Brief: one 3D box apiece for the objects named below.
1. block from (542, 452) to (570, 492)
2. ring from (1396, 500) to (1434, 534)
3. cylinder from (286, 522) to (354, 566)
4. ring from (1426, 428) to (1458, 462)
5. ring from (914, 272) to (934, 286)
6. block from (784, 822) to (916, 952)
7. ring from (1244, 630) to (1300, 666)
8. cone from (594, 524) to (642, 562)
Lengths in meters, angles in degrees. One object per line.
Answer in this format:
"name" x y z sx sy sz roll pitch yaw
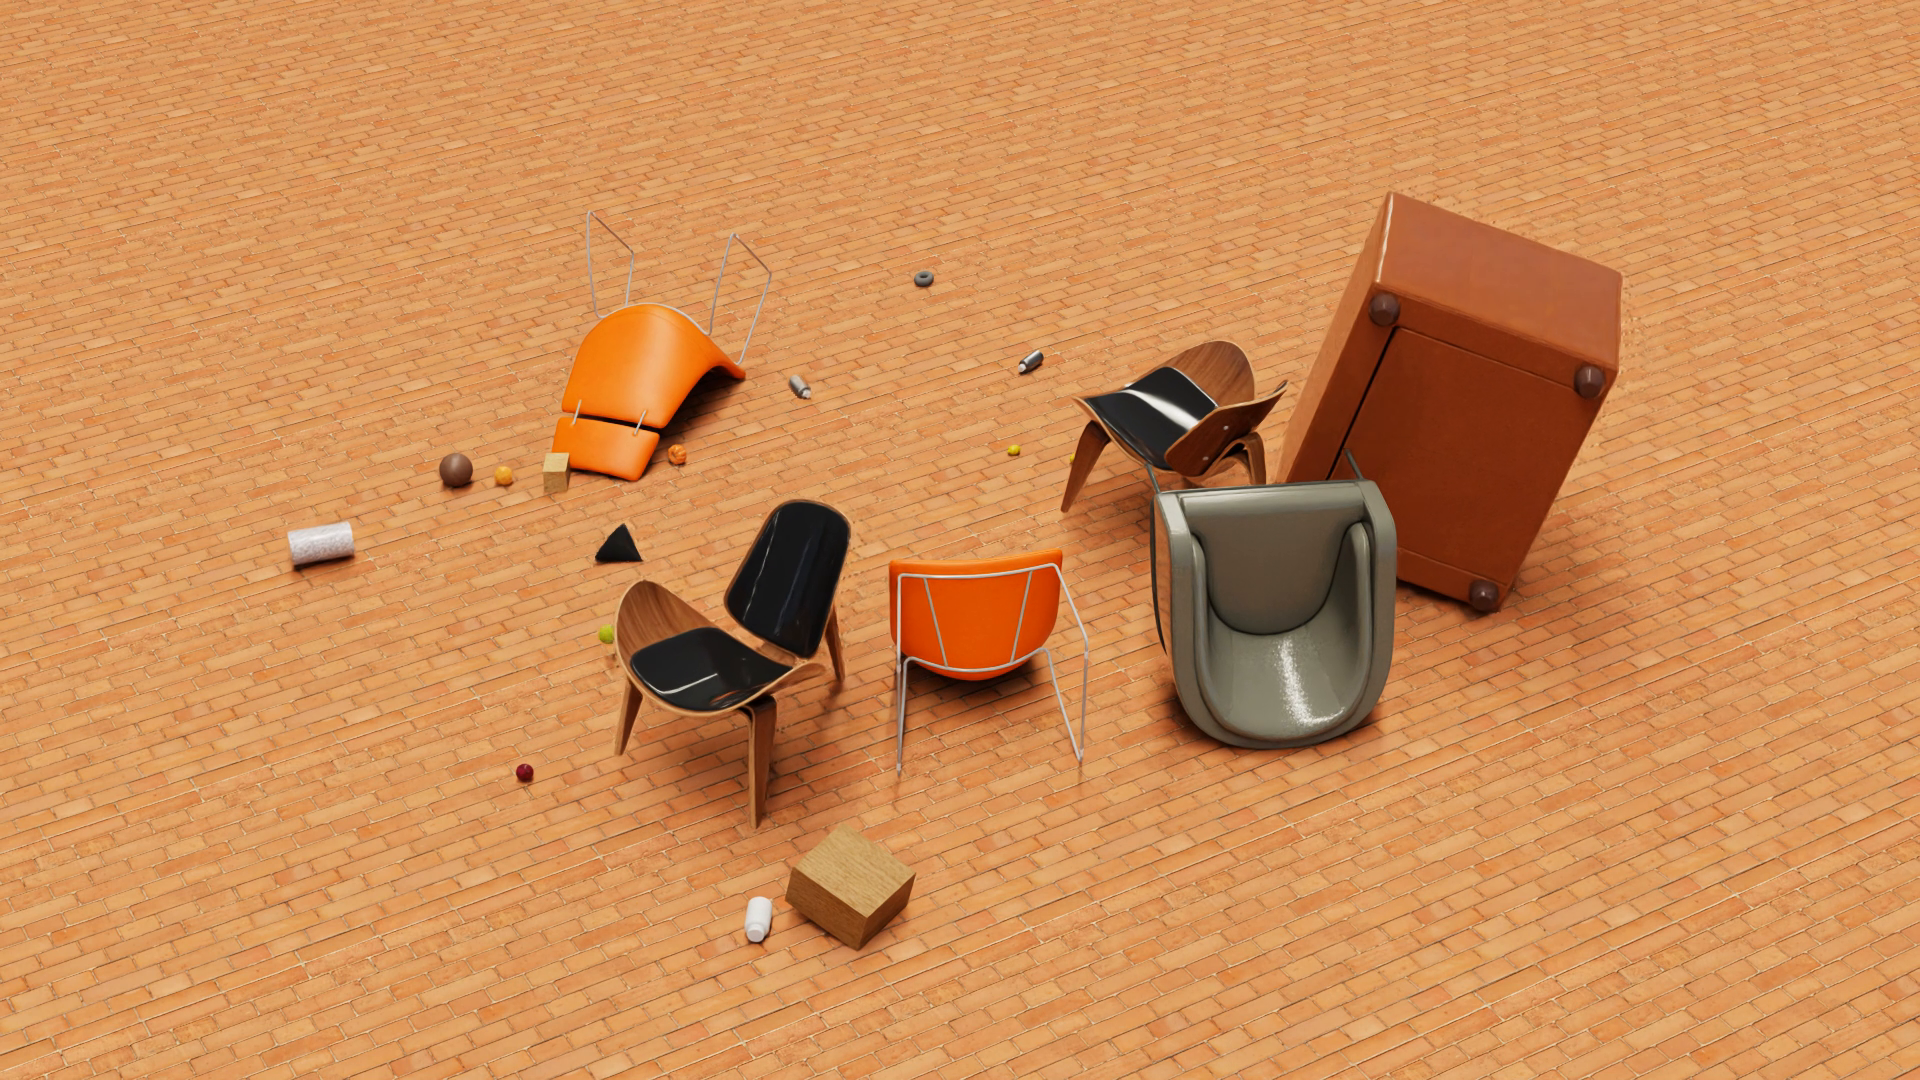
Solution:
"block" -1.547 -0.259 11.253 0.088 0.093 0.134 0 33 0
"ring" 1.711 -0.084 11.021 0.095 0.057 0.213 -16 36 -20
"cylinder" -2.354 0.013 10.799 0.225 0.127 0.169 -10 4 -15
"ring" 1.880 -0.370 11.456 0.125 0.056 0.217 7 35 9
"ring" -0.155 -1.124 12.618 0.083 0.037 0.107 9 34 16
"block" -0.340 1.076 9.105 0.289 0.162 0.261 32 43 19
"ring" 1.095 0.380 10.320 0.200 0.053 0.171 10 34 13
"cone" -1.233 0.042 10.837 0.144 0.096 0.206 30 49 9
